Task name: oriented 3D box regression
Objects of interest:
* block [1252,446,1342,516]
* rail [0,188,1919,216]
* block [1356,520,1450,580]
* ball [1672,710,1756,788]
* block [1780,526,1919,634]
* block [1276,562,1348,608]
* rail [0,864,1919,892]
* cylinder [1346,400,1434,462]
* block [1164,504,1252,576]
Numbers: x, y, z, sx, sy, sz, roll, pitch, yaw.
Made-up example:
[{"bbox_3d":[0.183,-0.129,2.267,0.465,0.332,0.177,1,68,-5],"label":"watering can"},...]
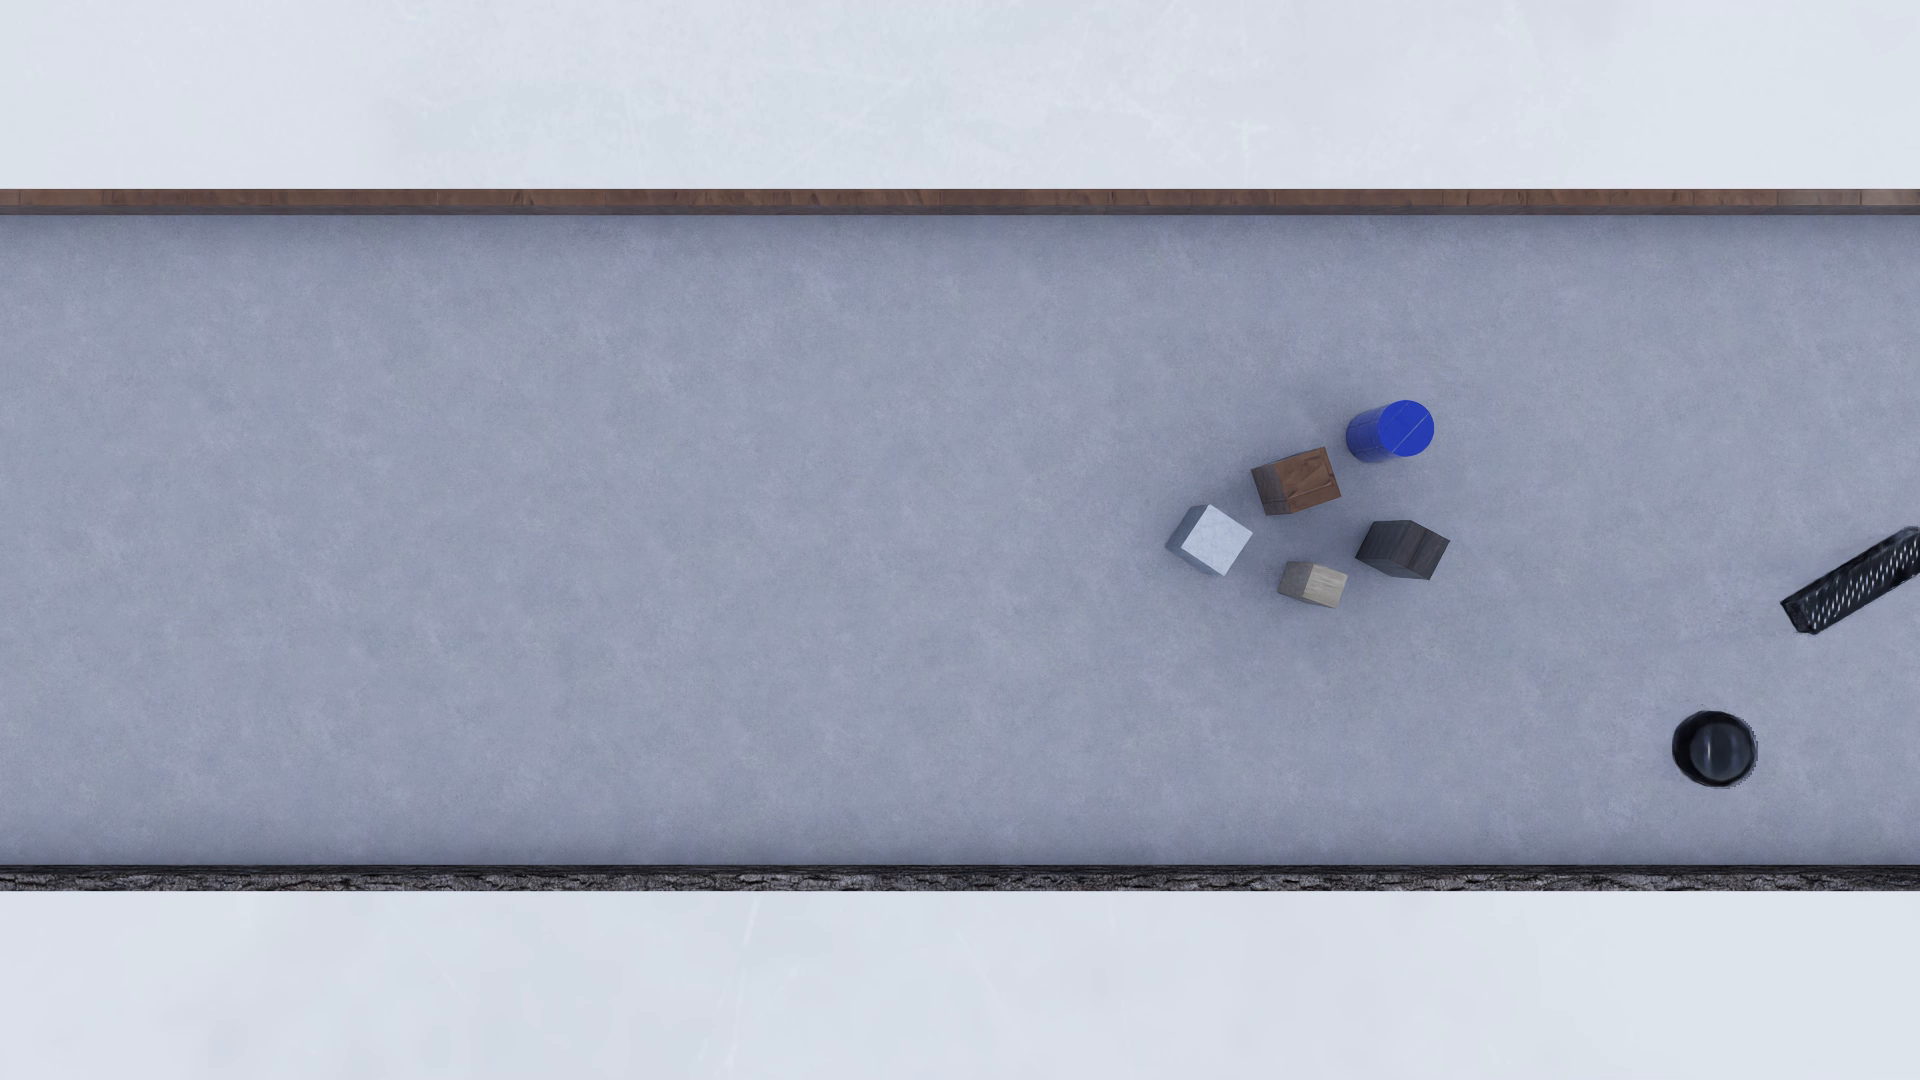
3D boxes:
[{"bbox_3d":[0.990,-0.170,4.883,0.151,0.387,0.151,-19,90,0],"label":"block"},{"bbox_3d":[-2.247,-1.025,5.002,12.000,0.150,0.050,0,90,0],"label":"rail"},{"bbox_3d":[1.300,0.028,4.869,0.126,0.415,0.126,28,90,0],"label":"block"},{"bbox_3d":[2.266,0.627,4.960,0.233,0.233,0.233,0,90,0],"label":"ball"},{"bbox_3d":[2.746,0.122,5.022,0.453,0.110,0.110,-31,90,0],"label":"block"},{"bbox_3d":[1.040,0.131,4.885,0.102,0.383,0.102,20,90,0],"label":"block"},{"bbox_3d":[-2.247,1.025,5.001,12.000,0.150,0.050,0,90,0],"label":"rail"},{"bbox_3d":[1.267,-0.318,4.881,0.161,0.390,0.161,0,90,0],"label":"cylinder"},{"bbox_3d":[0.732,0.000,4.887,0.148,0.378,0.148,34,90,0],"label":"block"}]
